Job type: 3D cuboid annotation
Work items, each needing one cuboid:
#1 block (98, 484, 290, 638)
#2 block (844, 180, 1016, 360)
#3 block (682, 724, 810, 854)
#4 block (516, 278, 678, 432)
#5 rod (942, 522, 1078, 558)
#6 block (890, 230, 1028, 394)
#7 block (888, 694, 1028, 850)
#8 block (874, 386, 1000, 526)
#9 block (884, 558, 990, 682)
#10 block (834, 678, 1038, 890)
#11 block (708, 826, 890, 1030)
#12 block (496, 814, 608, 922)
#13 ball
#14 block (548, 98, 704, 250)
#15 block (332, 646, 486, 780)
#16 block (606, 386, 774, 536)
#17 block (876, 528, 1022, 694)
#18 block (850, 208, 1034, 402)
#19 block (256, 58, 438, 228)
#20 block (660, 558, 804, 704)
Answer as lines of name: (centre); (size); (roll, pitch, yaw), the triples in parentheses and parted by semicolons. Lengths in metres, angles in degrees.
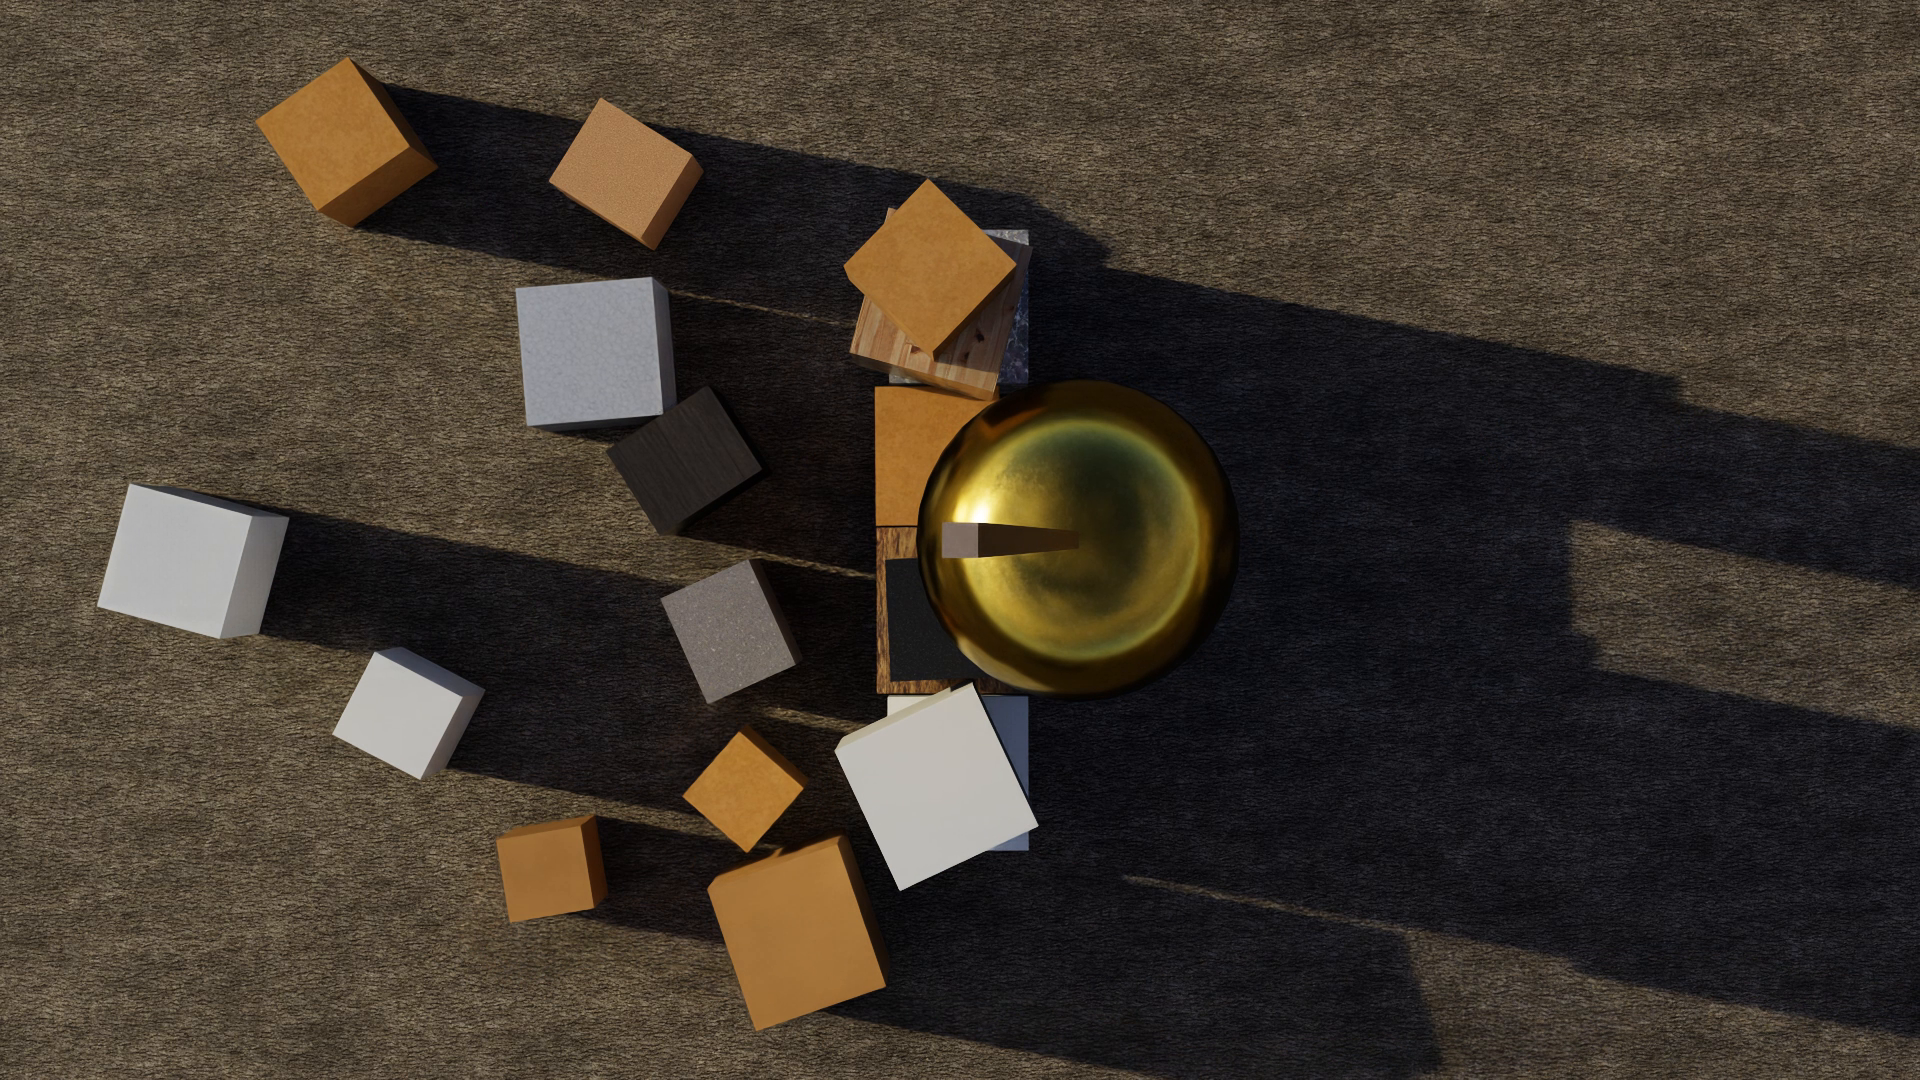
block: (-4.397, 0.119, 12.655); (0.710, 0.689, 0.711); (15, 90, 0)
block: (-0.145, -1.336, 10.974); (0.602, 0.583, 0.591); (44, 90, 0)
block: (-1.236, 1.437, 12.762); (0.494, 0.475, 0.492); (41, 90, 0)
block: (-2.077, -1.057, 12.665); (0.767, 0.670, 0.774); (-5, 90, 0)
rod: (0.251, 0.000, 7.464); (0.080, 5.200, 0.080); (0, 90, 6)
block: (-0.007, -1.285, 12.549); (0.765, 0.902, 0.844); (0, 90, 0)
block: (-0.010, 1.284, 12.543); (0.772, 0.915, 0.846); (0, 90, 0)
block: (-0.125, -0.468, 12.605); (0.691, 0.790, 0.771); (0, 90, 0)
block: (-0.070, 0.410, 11.892); (0.619, 0.663, 0.643); (-3, 90, 0)
block: (-0.121, 1.277, 11.688); (0.786, 0.793, 0.794); (-25, 90, 0)
block: (-0.909, 2.213, 12.618); (0.766, 0.765, 0.838); (-19, 90, 0)
block: (-2.357, 1.899, 12.748); (0.486, 0.504, 0.475); (-9, 90, 0)
ball: (0.580, 0.000, 10.848); (1.600, 1.600, 1.600); (0, 90, 0)
block: (-1.920, -2.105, 12.718); (0.612, 0.563, 0.555); (32, 90, 0)
block: (-3.171, 0.991, 12.697); (0.558, 0.607, 0.523); (27, 90, 0)
block: (-1.543, -0.447, 12.645); (0.684, 0.709, 0.561); (-33, 90, 0)
block: (-0.014, 0.391, 12.612); (0.896, 0.776, 0.922); (0, 90, 0)
block: (-0.096, -1.231, 11.682); (0.769, 0.833, 0.769); (15, 90, 0)
block: (-3.514, -2.275, 12.656); (0.632, 0.687, 0.610); (-35, 90, 0)
block: (-1.305, 0.516, 12.685); (0.542, 0.631, 0.652); (-24, 90, 0)
